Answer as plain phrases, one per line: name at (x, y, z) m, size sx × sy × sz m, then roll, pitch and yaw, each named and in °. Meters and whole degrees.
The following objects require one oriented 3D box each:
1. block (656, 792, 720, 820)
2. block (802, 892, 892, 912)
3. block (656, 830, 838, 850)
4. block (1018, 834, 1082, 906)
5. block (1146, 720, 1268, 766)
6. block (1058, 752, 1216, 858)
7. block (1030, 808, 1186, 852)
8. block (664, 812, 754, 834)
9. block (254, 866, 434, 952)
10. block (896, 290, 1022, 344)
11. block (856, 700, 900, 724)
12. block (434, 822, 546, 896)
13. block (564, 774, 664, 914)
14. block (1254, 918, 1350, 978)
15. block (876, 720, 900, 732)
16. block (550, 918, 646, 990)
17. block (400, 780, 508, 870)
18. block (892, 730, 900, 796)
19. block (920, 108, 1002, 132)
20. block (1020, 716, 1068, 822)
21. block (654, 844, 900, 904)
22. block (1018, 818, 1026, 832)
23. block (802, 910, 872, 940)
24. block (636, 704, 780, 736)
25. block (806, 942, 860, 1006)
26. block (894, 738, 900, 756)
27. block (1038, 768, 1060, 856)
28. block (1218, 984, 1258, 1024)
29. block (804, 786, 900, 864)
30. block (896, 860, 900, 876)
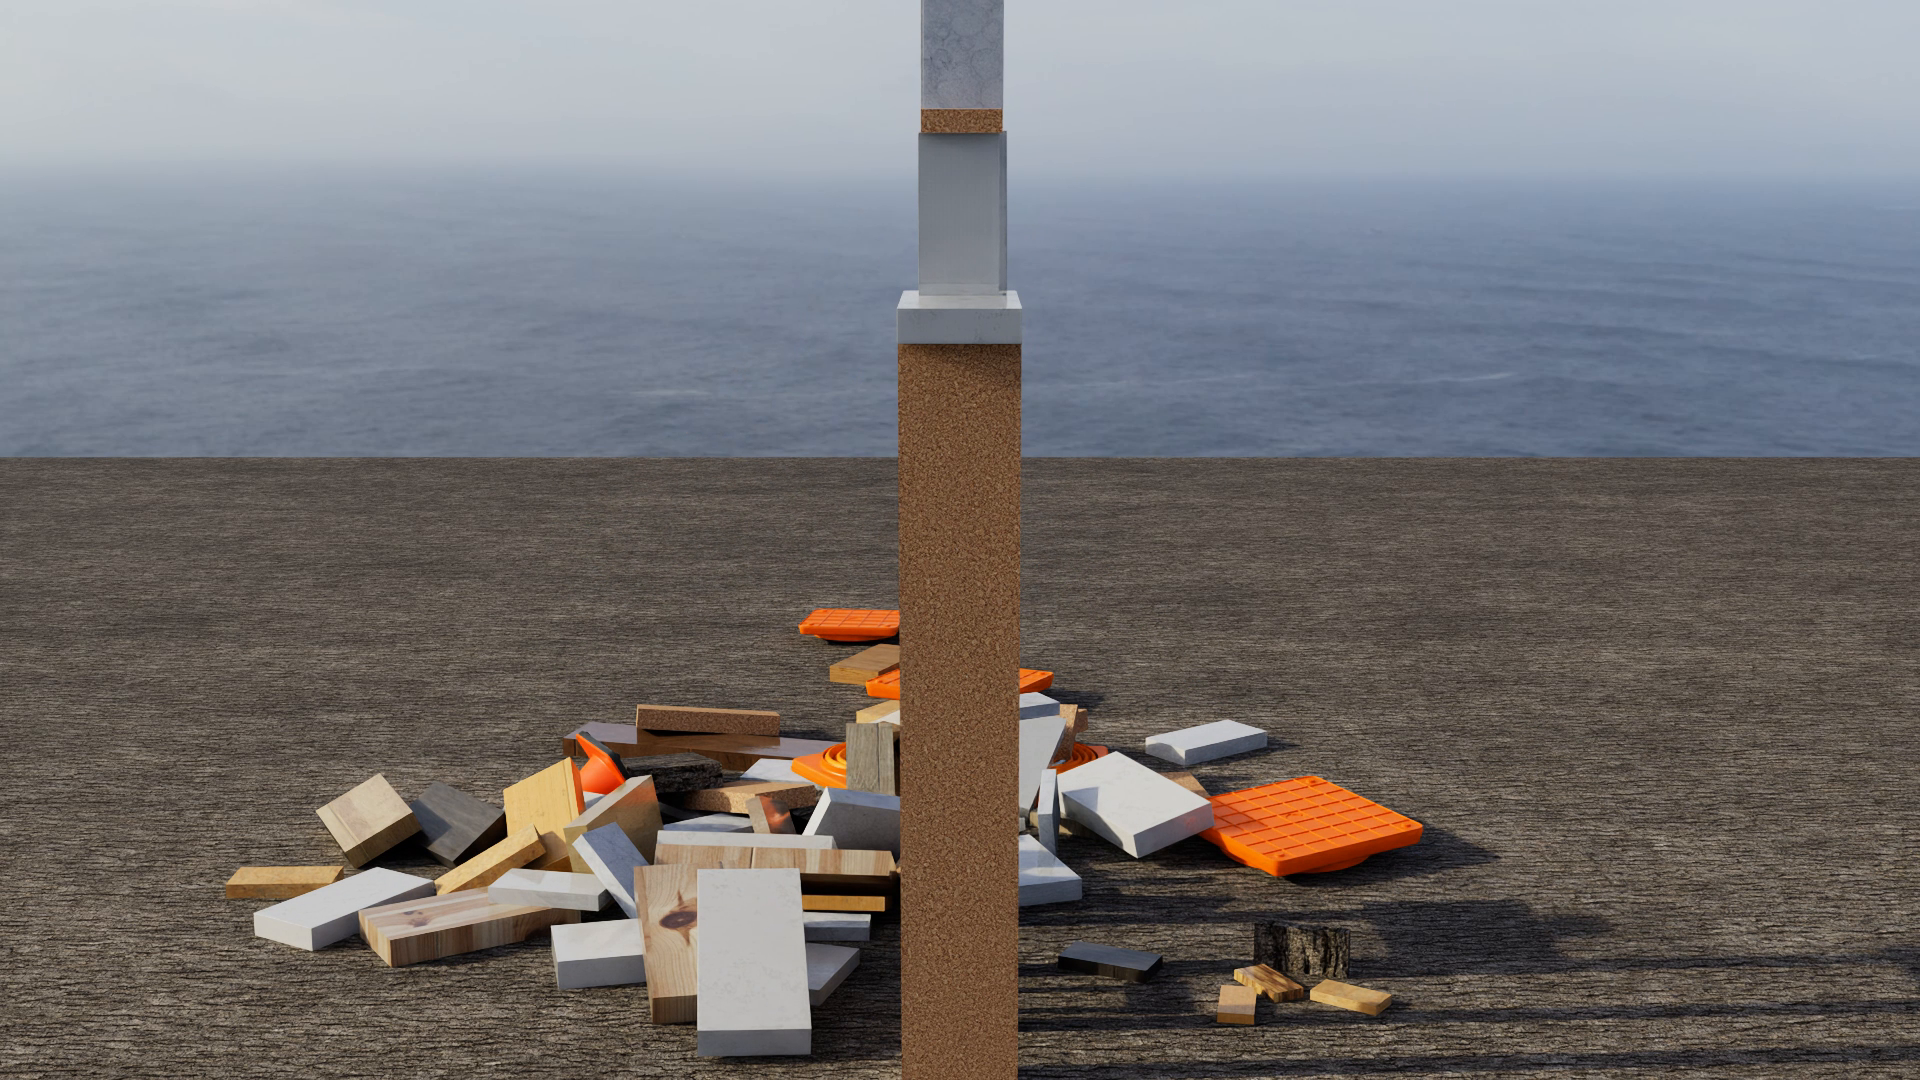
block at (-0.459, 0.511, 4.049) m, size 0.062 × 0.017 × 0.324 m, roll -10°, pitch 14°, yaw -42°
block at (-0.280, 0.584, 3.560) m, size 0.332 × 0.022 × 0.079 m, roll 0°, pitch -6°, yaw 7°
block at (-0.347, 0.531, 3.656) m, size 0.290 × 0.041 × 0.145 m, roll 1°, pitch -27°, yaw 5°
block at (0.103, 0.560, 3.735) m, size 0.124 × 0.035 × 0.247 m, roll -4°, pitch 11°, yaw -18°
block at (0.507, 0.416, 4.518) m, size 0.232 × 0.033 × 0.116 m, roll -8°, pitch 13°, yaw -37°
block at (0.299, 0.471, 3.946) m, size 0.161 × 0.046 × 0.322 m, roll -19°, pitch 19°, yaw -23°
block at (0.268, 0.517, 3.989) m, size 0.274 × 0.027 × 0.096 m, roll 7°, pitch 13°, yaw 34°
block at (-0.434, 0.516, 3.898) m, size 0.192 × 0.027 × 0.096 m, roll -8°, pitch 13°, yaw -36°
block at (-0.991, 0.593, 3.551) m, size 0.130 × 0.037 × 0.261 m, roll 6°, pitch 12°, yaw 31°
block at (0.000, -0.294, 2.880) m, size 0.155 × 0.044 × 0.311 m, roll 0°, pitch 11°, yaw 0°
block at (-0.077, 0.387, 4.659) m, size 0.259 × 0.037 × 0.130 m, roll 7°, pitch 13°, yaw 35°
block at (-0.778, 0.540, 3.639) m, size 0.185 × 0.026 × 0.093 m, roll -30°, pitch 17°, yaw -9°
block at (-0.575, 0.508, 3.700) m, size 0.041 × 0.145 × 0.290 m, roll -9°, pitch 8°, yaw 15°
block at (0.517, 0.618, 3.325) m, size 0.142 × 0.071 × 0.020 m, roll 4°, pitch 11°, yaw 19°
block at (-0.086, 0.389, 4.228) m, size 0.192 × 0.027 × 0.096 m, roll 13°, pitch 8°, yaw 24°
block at (-0.464, 0.624, 3.364) m, size 0.309 × 0.044 × 0.154 m, roll -3°, pitch 11°, yaw -14°
block at (-0.898, 0.504, 3.868) m, size 0.247 × 0.035 × 0.123 m, roll 12°, pitch 49°, yaw 48°
block at (-0.104, 0.439, 4.098) m, size 0.088 × 0.025 × 0.175 m, roll -7°, pitch 57°, yaw -34°
block at (0.001, -0.570, 2.983) m, size 0.107 × 0.030 × 0.214 m, roll 0°, pitch 11°, yaw -1°
block at (0.105, 0.415, 4.135) m, size 0.126 × 0.036 × 0.253 m, roll 15°, pitch 41°, yaw 11°
block at (-0.296, 0.544, 3.584) m, size 0.381 × 0.041 × 0.145 m, roll 1°, pitch -27°, yaw 5°
block at (0.049, 0.514, 3.906) m, size 0.079 × 0.022 × 0.158 m, roll -6°, pitch -3°, yaw 24°
block at (-0.221, 0.611, 3.493) m, size 0.158 × 0.022 × 0.079 m, roll 0°, pitch 11°, yaw 1°
block at (-0.525, 0.374, 4.571) m, size 0.290 × 0.041 × 0.145 m, roll 4°, pitch -2°, yaw -9°
block at (-0.220, 0.648, 3.289) m, size 0.086 × 0.024 × 0.173 m, roll 3°, pitch 11°, yaw 17°
block at (-0.047, 0.439, 4.094) m, size 0.088 × 0.025 × 0.175 m, roll -8°, pitch 57°, yaw -39°
block at (0.158, 0.487, 3.900) m, size 0.026 × 0.091 × 0.183 m, roll -4°, pitch 19°, yaw 6°
block at (0.402, 0.672, 3.184) m, size 0.052 × 0.015 × 0.104 m, roll 2°, pitch 11°, yaw 10°
block at (-0.131, 0.488, 3.713) m, size 0.247 × 0.124 × 0.035 m, roll 11°, pitch 33°, yaw -25°
block at (-0.056, 0.534, 3.636) m, size 0.084 × 0.024 × 0.167 m, roll -52°, pitch 16°, yaw -27°
